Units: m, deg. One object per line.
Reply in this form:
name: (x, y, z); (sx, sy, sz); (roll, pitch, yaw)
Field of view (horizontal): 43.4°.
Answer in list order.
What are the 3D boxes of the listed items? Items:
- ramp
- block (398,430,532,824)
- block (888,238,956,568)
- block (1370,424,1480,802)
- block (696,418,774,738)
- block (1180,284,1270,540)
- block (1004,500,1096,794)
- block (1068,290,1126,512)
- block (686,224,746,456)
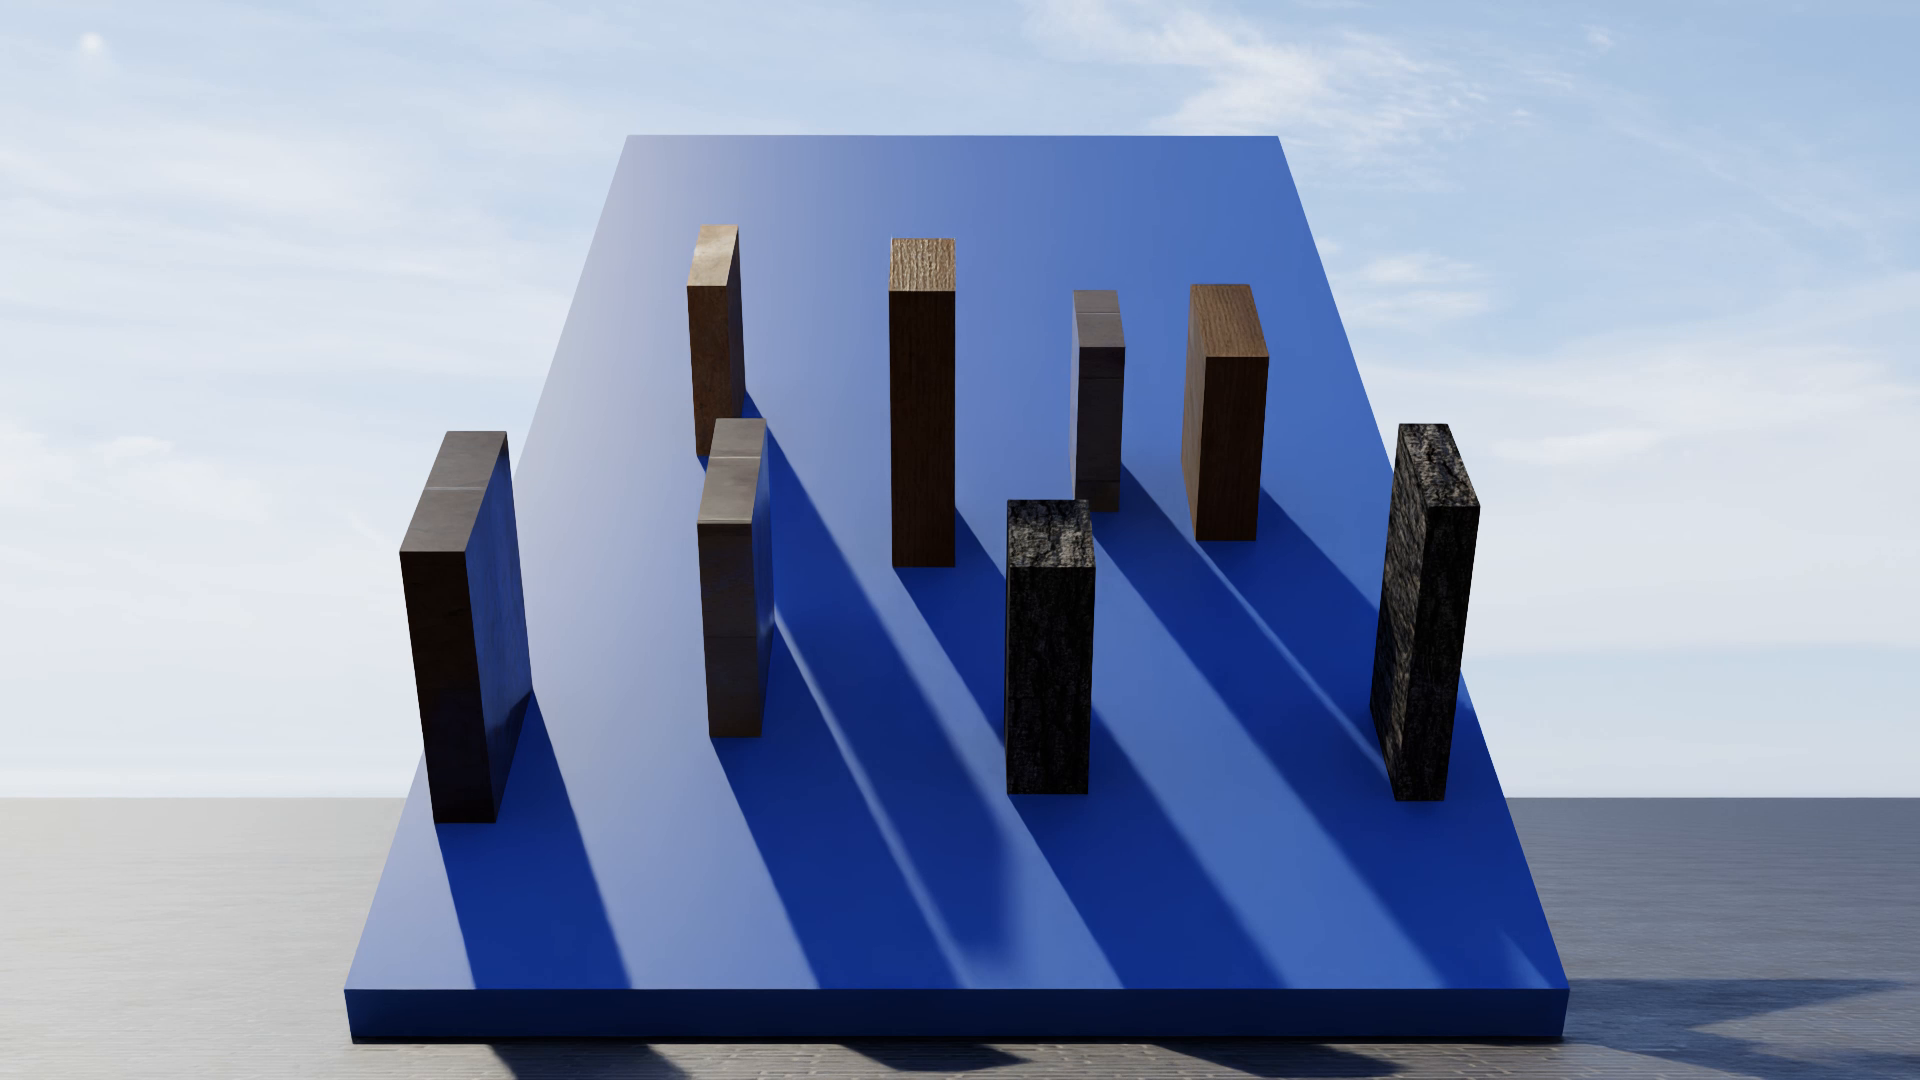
ramp: (-0.013, -0.213, 5.694); (2.000, 0.100, 4.000); (0, 30, 0)
block: (-0.888, 0.153, 4.375); (0.110, 0.562, 0.445); (0, 30, 0)
block: (-0.077, -0.287, 5.078); (0.133, 0.637, 0.272); (0, 30, 0)
block: (0.837, 0.132, 4.372); (0.088, 0.612, 0.312); (0, 30, 0)
block: (-0.426, 0.068, 4.627); (0.098, 0.463, 0.419); (0, 30, 0)
block: (0.575, -0.281, 5.272); (0.131, 0.440, 0.372); (0, 30, 0)
block: (0.160, 0.196, 4.389); (0.148, 0.481, 0.243); (0, 30, 0)
block: (0.302, -0.311, 5.362); (0.098, 0.401, 0.300); (0, 30, 0)
block: (-0.564, -0.467, 5.606); (0.088, 0.426, 0.353); (0, 30, 0)
